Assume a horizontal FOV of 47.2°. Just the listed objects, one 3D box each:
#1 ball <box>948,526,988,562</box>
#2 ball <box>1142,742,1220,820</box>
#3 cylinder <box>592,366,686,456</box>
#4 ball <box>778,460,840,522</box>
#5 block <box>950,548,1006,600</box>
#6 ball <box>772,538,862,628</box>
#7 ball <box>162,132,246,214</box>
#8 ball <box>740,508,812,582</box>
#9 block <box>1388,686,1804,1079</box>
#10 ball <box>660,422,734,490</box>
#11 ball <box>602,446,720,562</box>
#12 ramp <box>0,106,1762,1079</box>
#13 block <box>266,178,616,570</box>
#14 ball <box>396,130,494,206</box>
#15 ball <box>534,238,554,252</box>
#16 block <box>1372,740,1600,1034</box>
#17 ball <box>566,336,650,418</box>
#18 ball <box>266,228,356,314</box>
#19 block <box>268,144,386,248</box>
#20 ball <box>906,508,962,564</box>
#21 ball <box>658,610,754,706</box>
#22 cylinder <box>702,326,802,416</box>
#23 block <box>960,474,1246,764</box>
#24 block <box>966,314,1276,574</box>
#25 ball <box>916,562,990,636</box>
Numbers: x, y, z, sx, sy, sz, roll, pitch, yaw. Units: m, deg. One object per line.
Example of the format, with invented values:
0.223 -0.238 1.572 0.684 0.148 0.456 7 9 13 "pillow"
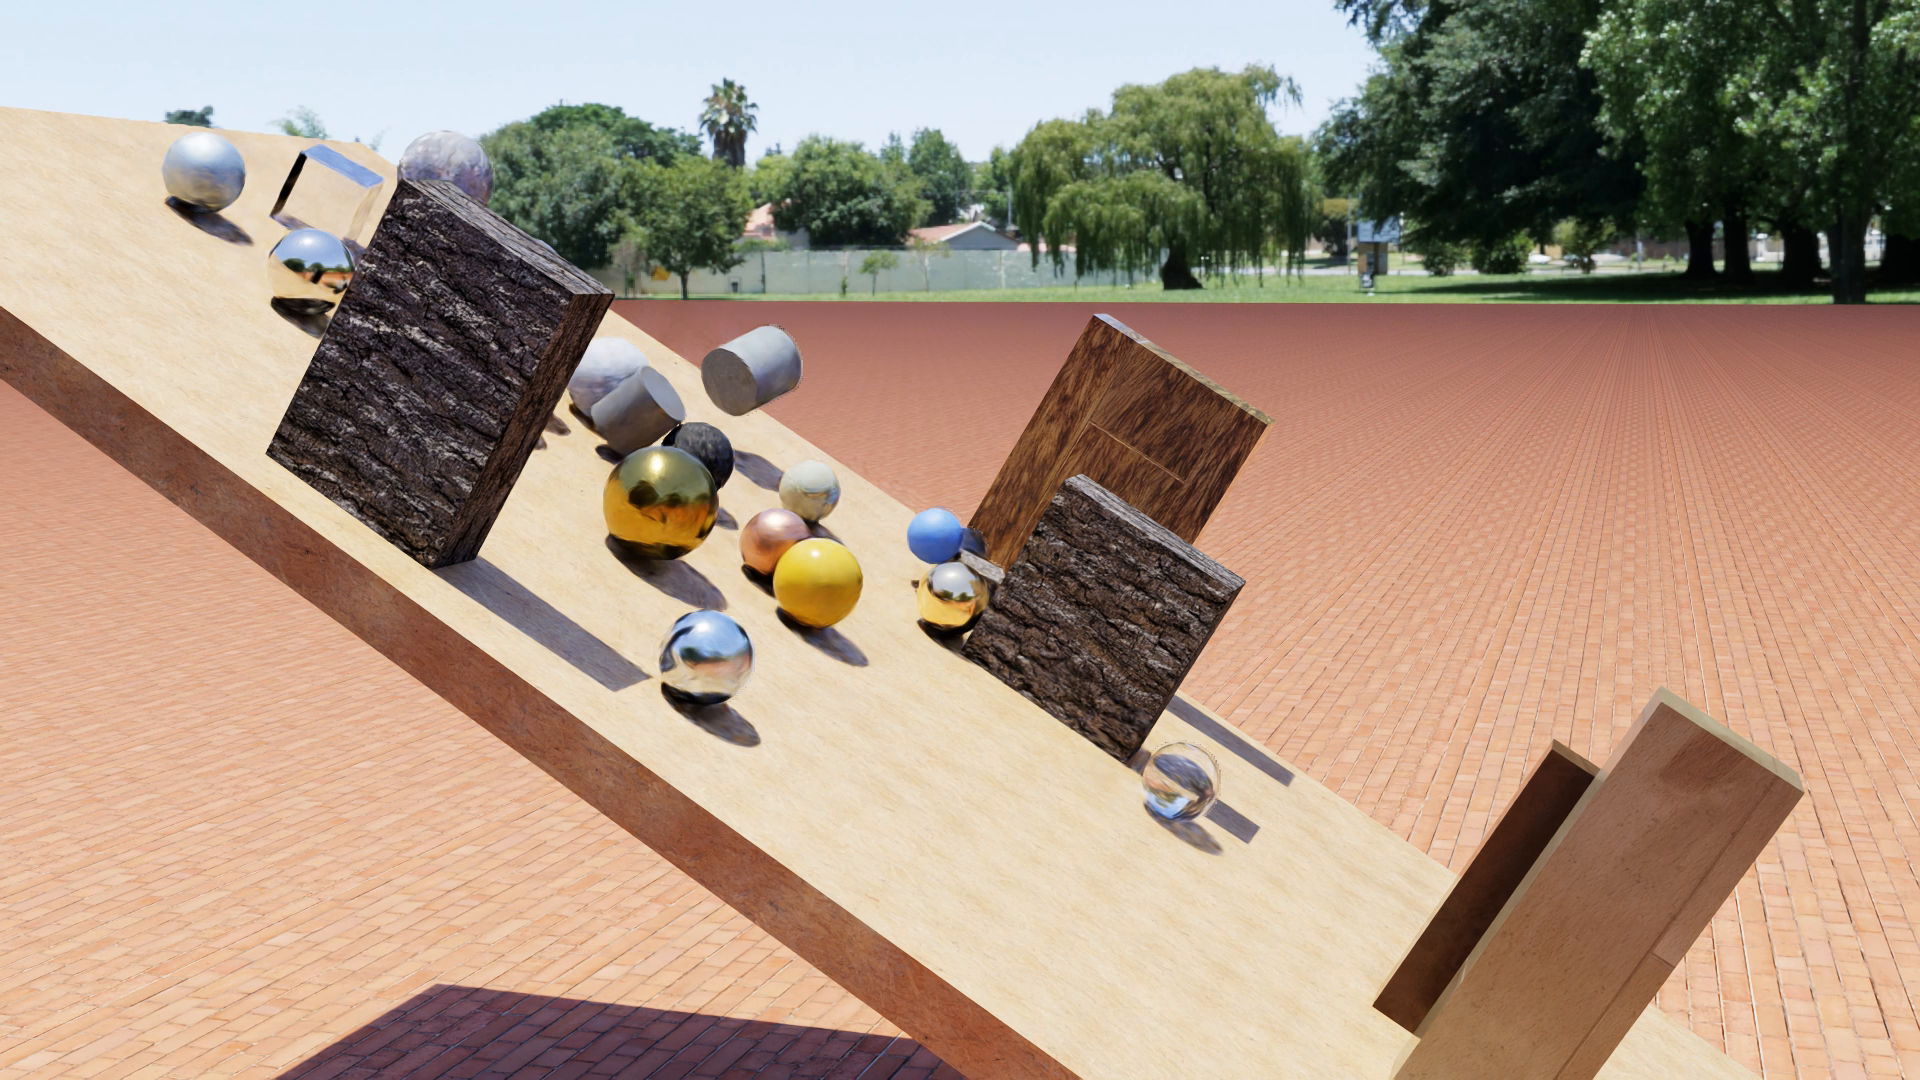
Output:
0.004 0.027 4.805 0.111 0.111 0.111 0 7 0 "ball"
0.416 0.455 4.144 0.147 0.147 0.147 0 7 0 "ball"
-0.629 -0.250 4.308 0.130 0.130 0.130 -35 -3 16 "cylinder"
-0.313 -0.100 4.573 0.129 0.129 0.129 0 7 0 "ball"
0.023 0.103 4.602 0.109 0.109 0.109 27 15 -16 "block"
-0.260 0.078 4.021 0.164 0.164 0.164 0 7 0 "ball"
-1.467 -0.713 4.268 0.155 0.155 0.155 0 7 0 "ball"
-0.345 0.010 4.130 0.138 0.138 0.138 0 7 0 "ball"
0.999 0.626 3.493 0.246 0.772 0.143 34 15 11 "block"
-0.519 -0.158 4.318 0.150 0.150 0.150 0 7 0 "ball"
-0.529 -0.065 3.885 0.205 0.205 0.205 0 7 0 "ball"
-0.162 0.267 4.117 4.000 0.100 2.000 34 15 11 "ramp"
-0.805 -0.256 3.400 0.332 0.493 0.139 34 15 11 "block"
-1.053 -0.741 4.497 0.191 0.191 0.191 0 7 0 "ball"
-0.951 -0.575 4.791 0.173 0.173 0.173 0 7 0 "ball"
1.020 0.677 3.786 0.361 0.558 0.090 34 15 11 "block"
-0.708 -0.324 4.445 0.173 0.173 0.173 0 7 0 "ball"
-1.201 -0.497 4.072 0.159 0.159 0.159 0 7 0 "ball"
-1.313 -0.711 4.570 0.152 0.152 0.152 29 15 -8 "block"
-0.053 -0.008 4.602 0.117 0.117 0.117 0 7 0 "ball"
-0.397 0.184 3.436 0.149 0.149 0.149 0 7 0 "ball"
-0.447 -0.364 4.723 0.153 0.153 0.153 5 26 36 "cylinder"
0.282 0.153 4.353 0.393 0.411 0.145 34 15 11 "block"
0.326 -0.103 4.814 0.443 0.644 0.125 34 15 11 "block"
-0.014 0.117 4.402 0.148 0.148 0.148 0 7 0 "ball"
